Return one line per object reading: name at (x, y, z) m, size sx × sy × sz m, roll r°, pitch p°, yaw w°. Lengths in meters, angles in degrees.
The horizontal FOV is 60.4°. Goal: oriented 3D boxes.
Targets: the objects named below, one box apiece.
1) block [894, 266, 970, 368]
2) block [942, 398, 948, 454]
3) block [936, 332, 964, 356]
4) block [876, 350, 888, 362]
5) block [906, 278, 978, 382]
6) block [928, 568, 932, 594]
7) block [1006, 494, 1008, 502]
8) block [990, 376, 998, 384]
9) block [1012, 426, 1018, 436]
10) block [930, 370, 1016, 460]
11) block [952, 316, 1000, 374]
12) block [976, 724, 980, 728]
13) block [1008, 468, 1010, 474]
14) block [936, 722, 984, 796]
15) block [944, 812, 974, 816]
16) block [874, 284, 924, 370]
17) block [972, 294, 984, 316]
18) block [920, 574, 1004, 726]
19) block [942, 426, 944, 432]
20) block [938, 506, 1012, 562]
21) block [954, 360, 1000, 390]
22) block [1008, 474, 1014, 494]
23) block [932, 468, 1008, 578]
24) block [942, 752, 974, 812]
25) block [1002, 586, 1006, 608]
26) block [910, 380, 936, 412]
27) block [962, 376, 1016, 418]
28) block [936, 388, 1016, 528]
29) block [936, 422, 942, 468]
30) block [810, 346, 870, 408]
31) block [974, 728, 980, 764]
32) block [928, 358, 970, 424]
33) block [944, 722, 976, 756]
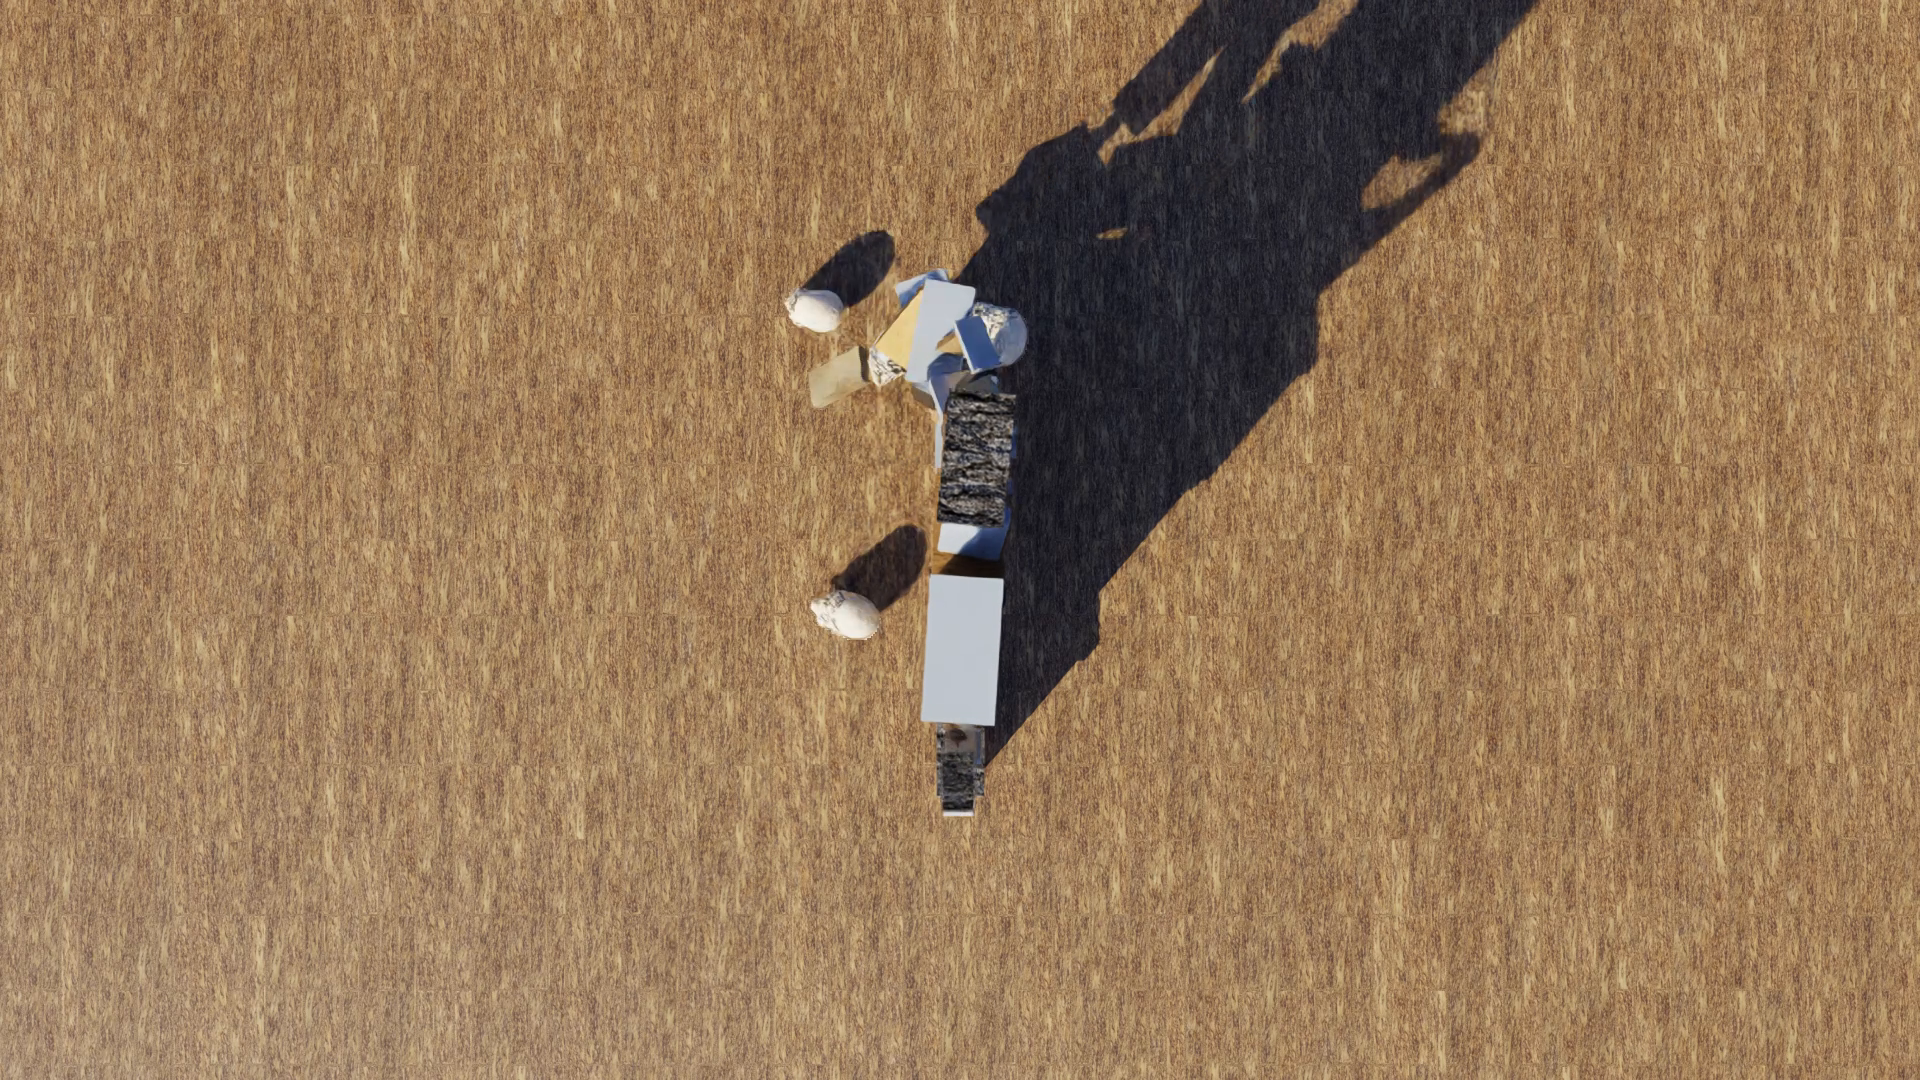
block at (-0.072, -0.665, 5.142) m, size 0.165 × 0.047 × 0.329 m, roll -19°, pitch 88°, yaw 8°
block at (0.036, -0.236, 3.851) m, size 0.148 × 0.297 × 0.042 m, roll 9°, pitch 68°, yaw 2°
block at (-0.005, -0.516, 4.343) m, size 0.071 × 0.480 × 0.020 m, roll 16°, pitch 91°, yaw -7°
block at (-0.161, -0.621, 5.003) m, size 0.114 × 0.228 × 0.032 m, roll -30°, pitch 102°, yaw 36°
block at (-0.052, -0.575, 4.616) m, size 0.144 × 0.041 × 0.288 m, roll 12°, pitch 89°, yaw 7°
block at (-0.004, 0.254, 4.777) m, size 0.173 × 0.049 × 0.346 m, roll 0°, pitch 90°, yaw 0°
block at (0.027, -0.119, 4.208) m, size 0.173 × 0.347 × 0.049 m, roll 3°, pitch 92°, yaw -1°
block at (0.044, -0.375, 4.107) m, size 0.071 × 0.141 × 0.020 m, roll -21°, pitch 88°, yaw -14°
block at (0.079, -0.276, 4.038) m, size 0.071 × 0.141 × 0.020 m, roll 0°, pitch 100°, yaw -24°
block at (0.030, -0.311, 4.178) m, size 0.149 × 0.042 × 0.297 m, roll -12°, pitch 50°, yaw -9°
block at (0.041, -0.484, 4.083) m, size 0.071 × 0.020 × 0.141 m, roll -14°, pitch 71°, yaw -18°
block at (0.005, 0.388, 4.255) m, size 0.095 × 0.027 × 0.190 m, roll 0°, pitch 92°, yaw 0°
block at (0.054, -0.198, 4.336) m, size 0.149 × 0.371 × 0.042 m, roll 2°, pitch 92°, yaw 1°
block at (0.002, 0.578, 4.595) m, size 0.132 × 0.037 × 0.265 m, roll 0°, pitch 90°, yaw 0°
block at (-0.003, 0.597, 4.341) m, size 0.077 × 0.491 × 0.022 m, roll 0°, pitch 110°, yaw 0°
block at (-0.117, -0.613, 4.791) m, size 0.144 × 0.288 × 0.041 m, roll 35°, pitch 47°, yaw -11°
block at (-0.027, -0.761, 5.325) m, size 0.165 × 0.329 × 0.047 m, roll -9°, pitch 89°, yaw 8°
block at (0.005, 0.241, 3.639) m, size 0.162 × 0.046 × 0.323 m, roll 4°, pitch 91°, yaw 0°
block at (0.043, -0.337, 4.832) m, size 0.132 × 0.370 × 0.037 m, roll -5°, pitch 92°, yaw -10°
block at (0.031, -0.023, 3.837) m, size 0.149 × 0.297 × 0.042 m, roll 10°, pitch 73°, yaw -1°
block at (0.044, -0.414, 4.147) m, size 0.071 × 0.141 × 0.020 m, roll -24°, pitch 84°, yaw -26°
block at (0.069, -0.185, 4.755) m, size 0.132 × 0.265 × 0.037 m, roll 3°, pitch 105°, yaw -7°
block at (0.022, 0.001, 4.010) m, size 0.173 × 0.049 × 0.347 m, roll 3°, pitch 90°, yaw -1°
block at (-0.005, 0.607, 4.132) m, size 0.077 × 0.022 × 0.154 m, roll 0°, pitch 57°, yaw 0°
block at (0.019, 0.120, 3.823) m, size 0.162 × 0.323 × 0.046 m, roll 3°, pitch 91°, yaw -1°
block at (-0.031, -0.401, 4.430) m, size 0.148 × 0.297 × 0.042 m, roll -15°, pitch 104°, yaw -9°
block at (0.069, -0.334, 3.979) m, size 0.071 × 0.020 × 0.141 m, roll -25°, pitch 53°, yaw -10°
block at (0.036, -0.181, 3.676) m, size 0.148 × 0.042 × 0.297 m, roll 6°, pitch 85°, yaw 1°
block at (0.007, -0.313, 5.149) m, size 0.164 × 0.046 × 0.328 m, roll 0°, pitch 90°, yaw 0°
block at (-0.366, -0.492, 4.998) m, size 0.228 × 0.032 × 0.114 m, roll -22°, pitch 68°, yaw 40°
block at (0.006, 0.514, 4.394) m, size 0.095 × 0.190 × 0.027 m, roll 0°, pitch 132°, yaw 0°
block at (-0.030, -0.429, 4.771) m, size 0.144 × 0.288 × 0.041 m, roll -8°, pitch 66°, yaw 6°
block at (0.000, 0.492, 4.211) m, size 0.077 × 0.022 × 0.154 m, roll 0°, pitch 74°, yaw 0°
